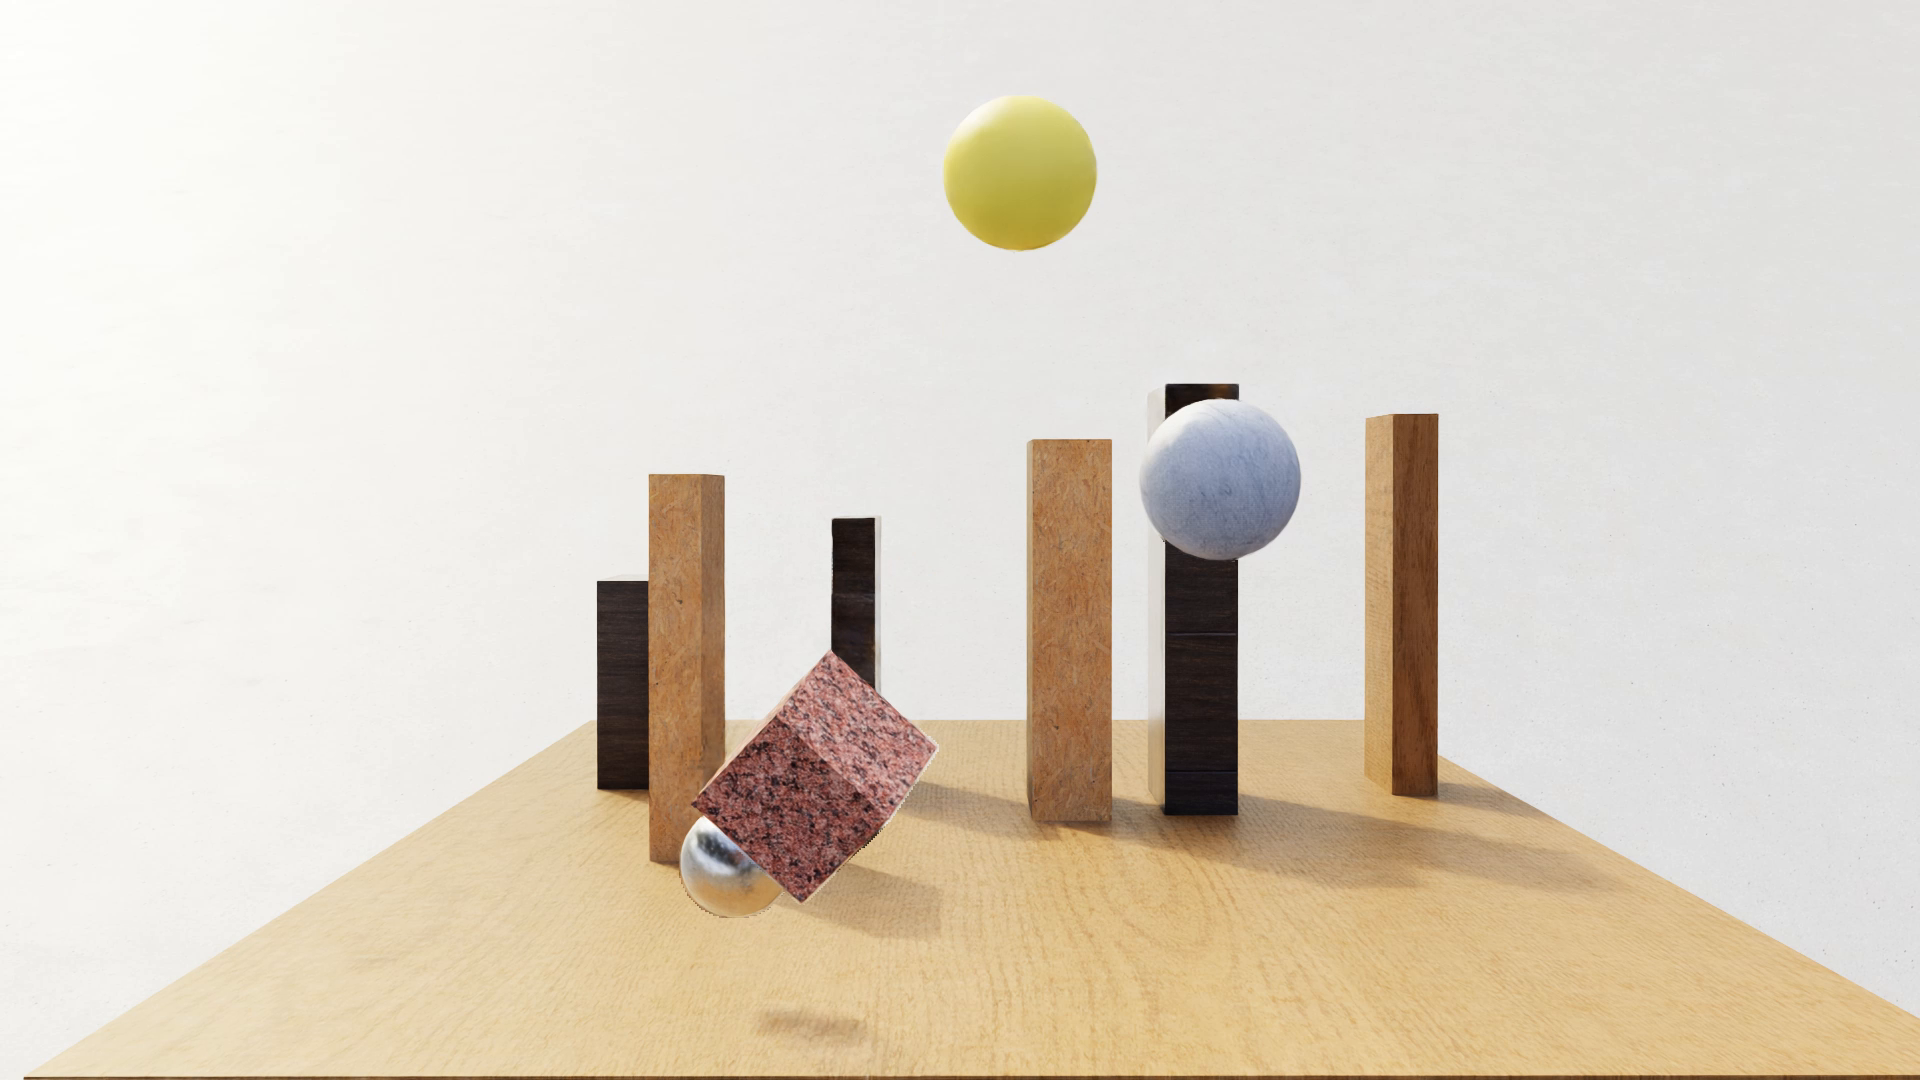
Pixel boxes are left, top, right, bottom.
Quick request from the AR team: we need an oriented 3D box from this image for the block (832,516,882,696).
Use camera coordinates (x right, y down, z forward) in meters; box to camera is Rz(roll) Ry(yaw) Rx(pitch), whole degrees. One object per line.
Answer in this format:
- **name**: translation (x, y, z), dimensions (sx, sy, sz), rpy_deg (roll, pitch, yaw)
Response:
- **block**: translation (-0.203, 0.220, 5.136), dimensions (0.083, 0.533, 0.427), rpy_deg (0, 1, 0)

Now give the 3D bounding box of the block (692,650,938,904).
- **block**: translation (-0.147, 0.239, 2.627), dimensions (0.150, 0.150, 0.150), rpy_deg (42, 30, -3)

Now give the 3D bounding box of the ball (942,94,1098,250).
- **ball**: translation (0.055, -0.337, 2.373), dimensions (0.143, 0.143, 0.143), rpy_deg (0, 27, 0)

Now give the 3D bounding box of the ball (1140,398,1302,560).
- **ball**: translation (0.245, -0.057, 2.429), dimensions (0.152, 0.152, 0.152), rpy_deg (0, 27, 0)

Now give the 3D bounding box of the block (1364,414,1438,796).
- **block**: translation (0.873, 0.120, 5.114), dimensions (0.088, 0.732, 0.335), rpy_deg (0, 1, 0)

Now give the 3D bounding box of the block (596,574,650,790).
- **block**: translation (-0.656, 0.280, 5.235), dimensions (0.110, 0.409, 0.366), rpy_deg (0, 1, 0)

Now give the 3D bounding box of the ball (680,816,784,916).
- **ball**: translation (-0.260, 0.372, 2.991), dimensions (0.128, 0.128, 0.128), rpy_deg (0, 27, 0)

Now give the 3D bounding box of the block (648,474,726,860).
- **block**: translation (-0.450, 0.197, 4.282), dimensions (0.083, 0.612, 0.417), rpy_deg (0, 1, 0)

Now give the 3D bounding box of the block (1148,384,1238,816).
- **block**: translation (0.434, 0.104, 4.847), dimensions (0.132, 0.775, 0.410), rpy_deg (0, 1, 0)

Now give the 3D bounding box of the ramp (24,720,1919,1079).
- **ramp**: translation (0.061, 0.547, 4.583), dimensions (2.000, 0.100, 4.000), rpy_deg (0, 1, 0)

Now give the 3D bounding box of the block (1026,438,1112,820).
- **block**: translation (0.199, 0.155, 4.767), dimensions (0.141, 0.676, 0.400), rpy_deg (0, 1, 0)
